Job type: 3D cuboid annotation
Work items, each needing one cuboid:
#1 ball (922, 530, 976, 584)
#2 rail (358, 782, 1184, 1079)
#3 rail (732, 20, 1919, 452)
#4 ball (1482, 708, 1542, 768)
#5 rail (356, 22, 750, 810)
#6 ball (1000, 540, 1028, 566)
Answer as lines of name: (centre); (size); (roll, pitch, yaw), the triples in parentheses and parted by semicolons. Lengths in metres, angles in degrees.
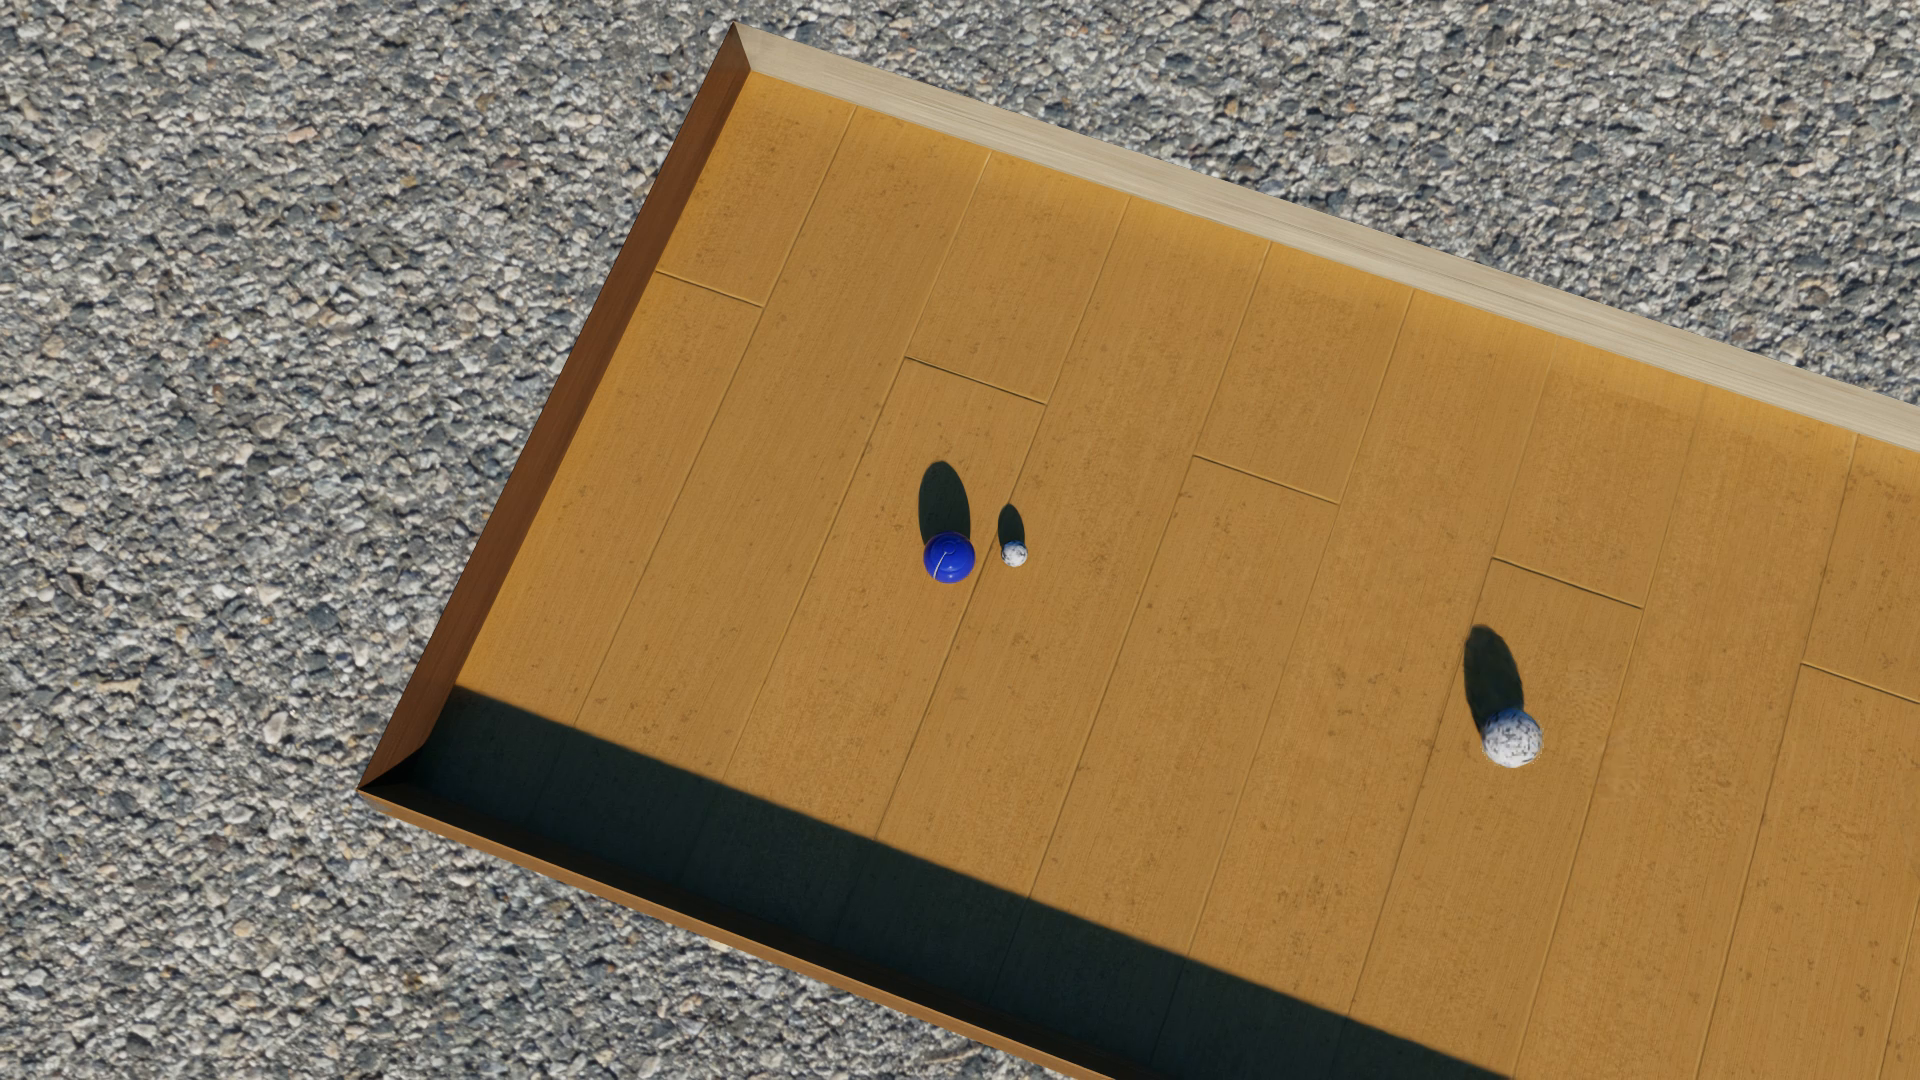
ball: (-0.017, 0.027, 3.451); (0.083, 0.083, 0.083); (0, 69, 0)
rail: (0.392, 0.819, 3.125); (2.726, 0.116, 0.045); (19, 70, 7)
rail: (0.883, -0.389, 3.593); (2.726, 0.116, 0.045); (19, 70, 7)
ball: (0.838, 0.301, 3.341); (0.090, 0.090, 0.090); (0, 69, 0)
rail: (-0.615, -0.227, 3.530); (0.045, 0.116, 1.432); (19, 70, 7)
ball: (0.086, 0.021, 3.474); (0.043, 0.043, 0.043); (0, 69, 0)
